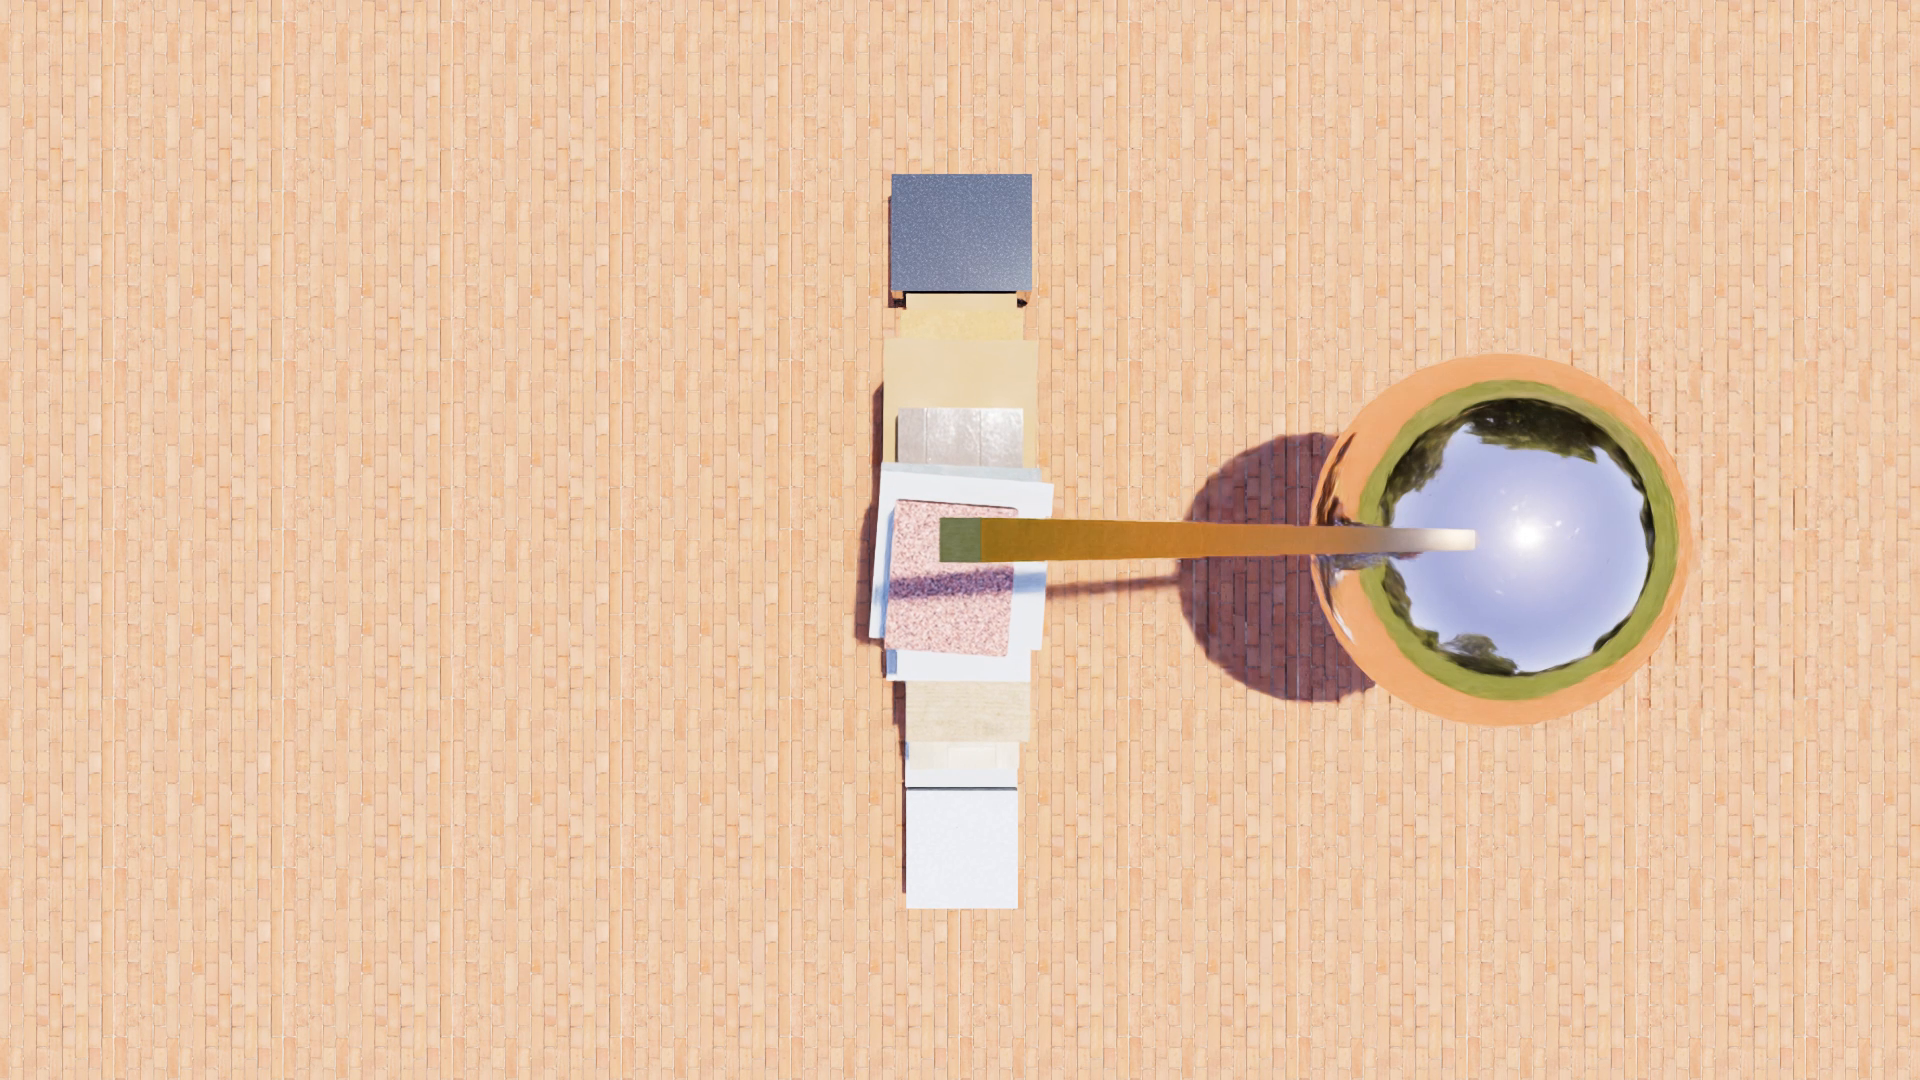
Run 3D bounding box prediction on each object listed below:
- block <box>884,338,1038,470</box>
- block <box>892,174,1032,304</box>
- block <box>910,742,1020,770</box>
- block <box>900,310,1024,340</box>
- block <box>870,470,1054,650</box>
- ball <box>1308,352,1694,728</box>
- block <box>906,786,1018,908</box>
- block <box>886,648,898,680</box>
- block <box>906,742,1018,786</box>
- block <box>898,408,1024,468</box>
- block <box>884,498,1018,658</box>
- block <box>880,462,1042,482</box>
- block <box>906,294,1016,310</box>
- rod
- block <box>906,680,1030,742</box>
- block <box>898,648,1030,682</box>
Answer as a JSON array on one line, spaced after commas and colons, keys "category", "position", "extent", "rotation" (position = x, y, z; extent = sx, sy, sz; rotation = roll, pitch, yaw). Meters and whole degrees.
[{"category": "block", "position": [-0.001, -0.588, 11.088], "extent": [0.737, 0.880, 0.790], "rotation": [1, 92, 0]}, {"category": "block", "position": [0.010, -1.729, 12.677], "extent": [0.791, 0.645, 0.658], "rotation": [0, 90, 0]}, {"category": "block", "position": [0.021, 0.896, 11.843], "extent": [0.576, 0.684, 0.606], "rotation": [-1, 90, 0]}, {"category": "block", "position": [0.008, -0.884, 11.886], "extent": [0.646, 0.713, 0.641], "rotation": [1, 90, 0]}, {"category": "block", "position": [0.006, 0.070, 9.154], "extent": [0.689, 0.756, 0.666], "rotation": [4, 92, 0]}, {"category": "ball", "position": [2.295, 0.000, 9.410], "extent": [1.600, 1.600, 1.600], "rotation": [0, 90, 0]}, {"category": "block", "position": [0.012, 1.730, 12.643], "extent": [0.621, 0.714, 0.656], "rotation": [0, 90, 0]}, {"category": "block", "position": [-0.013, 0.411, 12.593], "extent": [0.785, 0.815, 0.736], "rotation": [0, 90, 0]}, {"category": "block", "position": [0.008, 1.090, 12.703], "extent": [0.630, 0.594, 0.603], "rotation": [0, 90, 0]}, {"category": "block", "position": [0.002, -0.331, 10.415], "extent": [0.577, 0.482, 0.575], "rotation": [1, 92, 0]}, {"category": "block", "position": [-0.030, 0.131, 8.065], "extent": [0.438, 0.536, 0.527], "rotation": [4, 92, 0]}, {"category": "block", "position": [-0.010, 0.032, 9.858], "extent": [0.694, 0.654, 0.729], "rotation": [3, 92, 0]}, {"category": "block", "position": [0.008, -1.085, 12.704], "extent": [0.624, 0.592, 0.610], "rotation": [0, 90, 0]}, {"category": "rod", "position": [0.994, 0.000, 6.269], "extent": [0.080, 5.200, 0.080], "rotation": [0, 90, 22]}, {"category": "block", "position": [0.041, 0.685, 11.200], "extent": [0.613, 0.601, 0.629], "rotation": [0, 90, 0]}, {"category": "block", "position": [0.021, 0.309, 10.548], "extent": [0.617, 0.702, 0.690], "rotation": [1, 90, 0]}]
